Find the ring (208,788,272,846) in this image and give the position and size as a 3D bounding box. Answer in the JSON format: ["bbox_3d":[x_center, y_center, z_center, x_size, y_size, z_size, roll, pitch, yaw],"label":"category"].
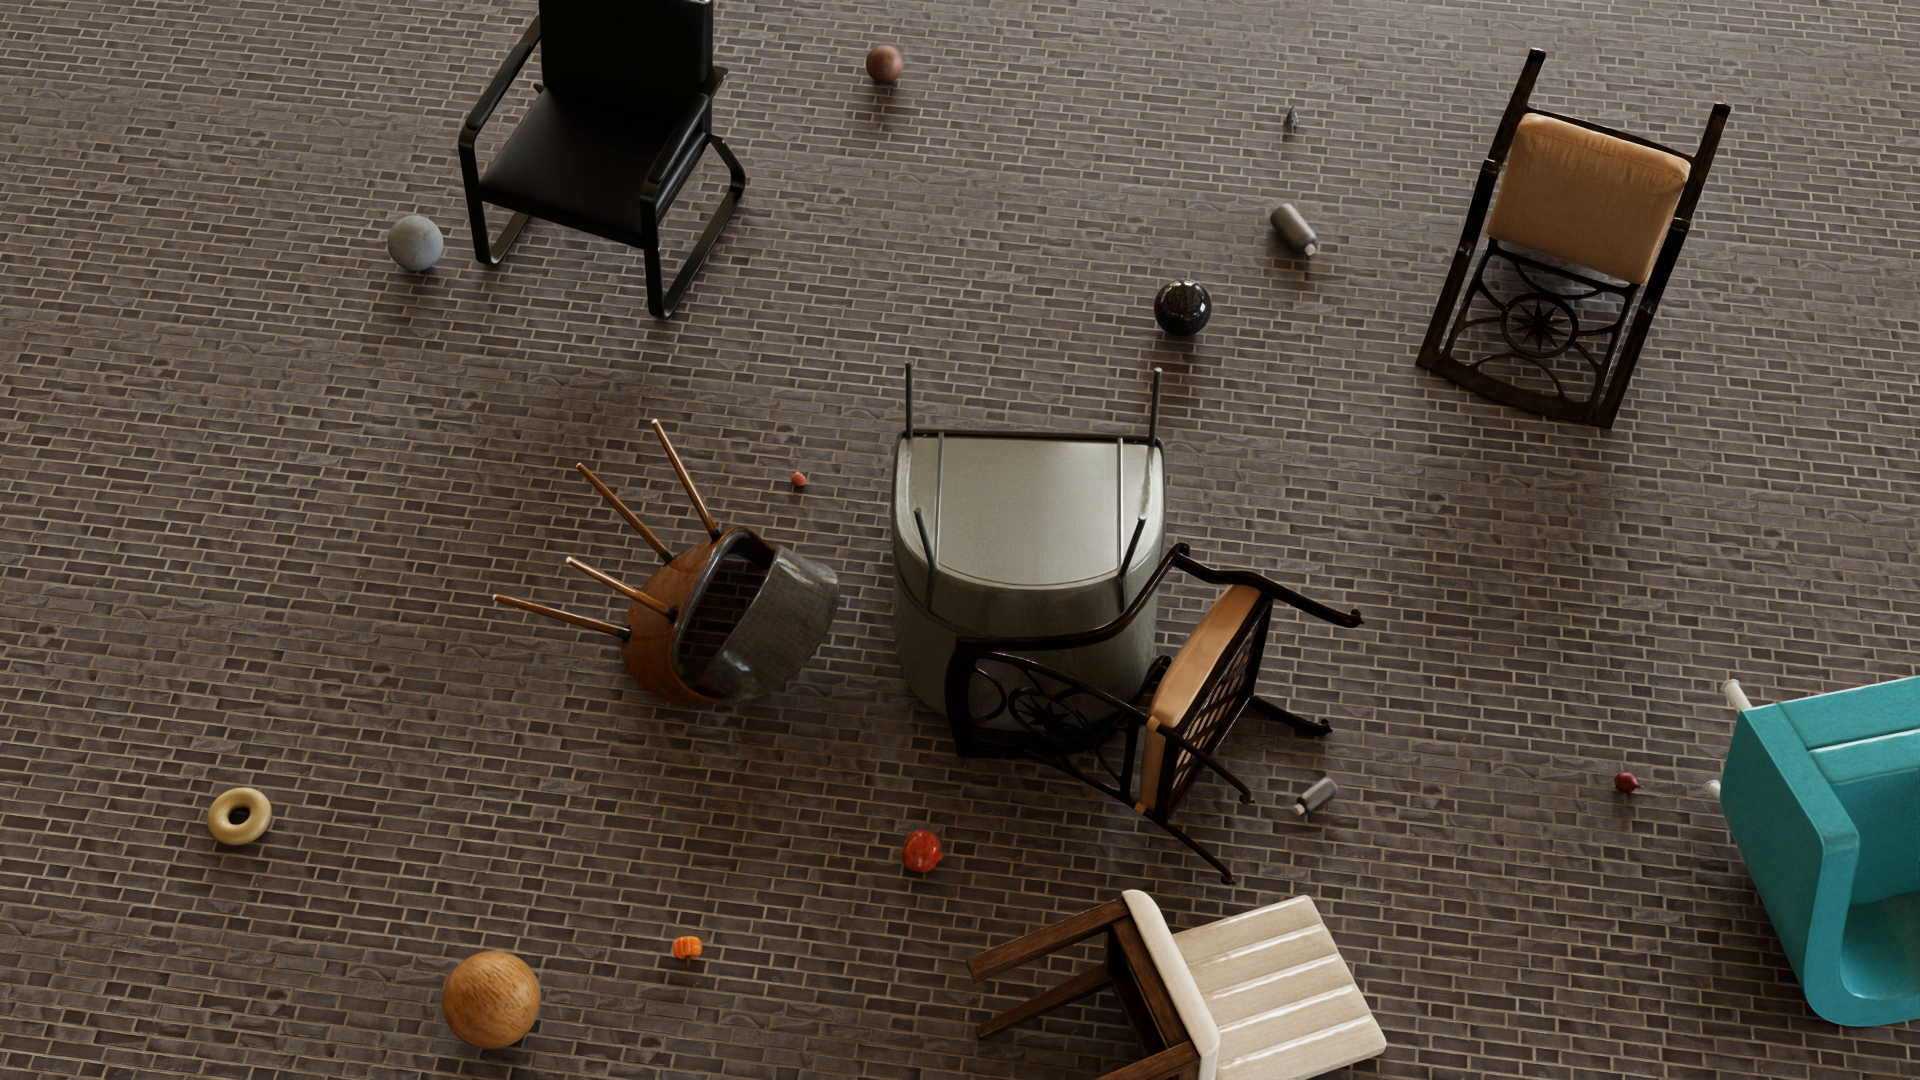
[{"bbox_3d":[-1.977,0.758,6.032,0.176,0.055,0.171,1,57,2],"label":"ring"}]

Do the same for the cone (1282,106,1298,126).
[{"bbox_3d":[1.134,-1.456,7.499,0.058,0.087,0.038,-18,58,-12],"label":"cone"}]

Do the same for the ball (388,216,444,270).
[{"bbox_3d":[-1.761,-0.960,7.111,0.178,0.178,0.178,0,56,0],"label":"ball"}]

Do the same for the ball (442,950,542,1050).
[{"bbox_3d":[-1.200,1.178,5.633,0.249,0.249,0.249,0,56,0],"label":"ball"}]

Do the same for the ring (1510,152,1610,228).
[{"bbox_3d":[1.985,-1.157,7.263,0.435,0.147,0.150,-30,58,-20],"label":"ring"}]

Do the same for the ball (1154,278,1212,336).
[{"bbox_3d":[0.704,-0.735,6.956,0.185,0.185,0.185,0,56,0],"label":"ball"}]

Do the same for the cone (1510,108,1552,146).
[{"bbox_3d":[1.965,-1.394,7.473,0.140,0.136,0.131,2,37,-30],"label":"cone"}]
